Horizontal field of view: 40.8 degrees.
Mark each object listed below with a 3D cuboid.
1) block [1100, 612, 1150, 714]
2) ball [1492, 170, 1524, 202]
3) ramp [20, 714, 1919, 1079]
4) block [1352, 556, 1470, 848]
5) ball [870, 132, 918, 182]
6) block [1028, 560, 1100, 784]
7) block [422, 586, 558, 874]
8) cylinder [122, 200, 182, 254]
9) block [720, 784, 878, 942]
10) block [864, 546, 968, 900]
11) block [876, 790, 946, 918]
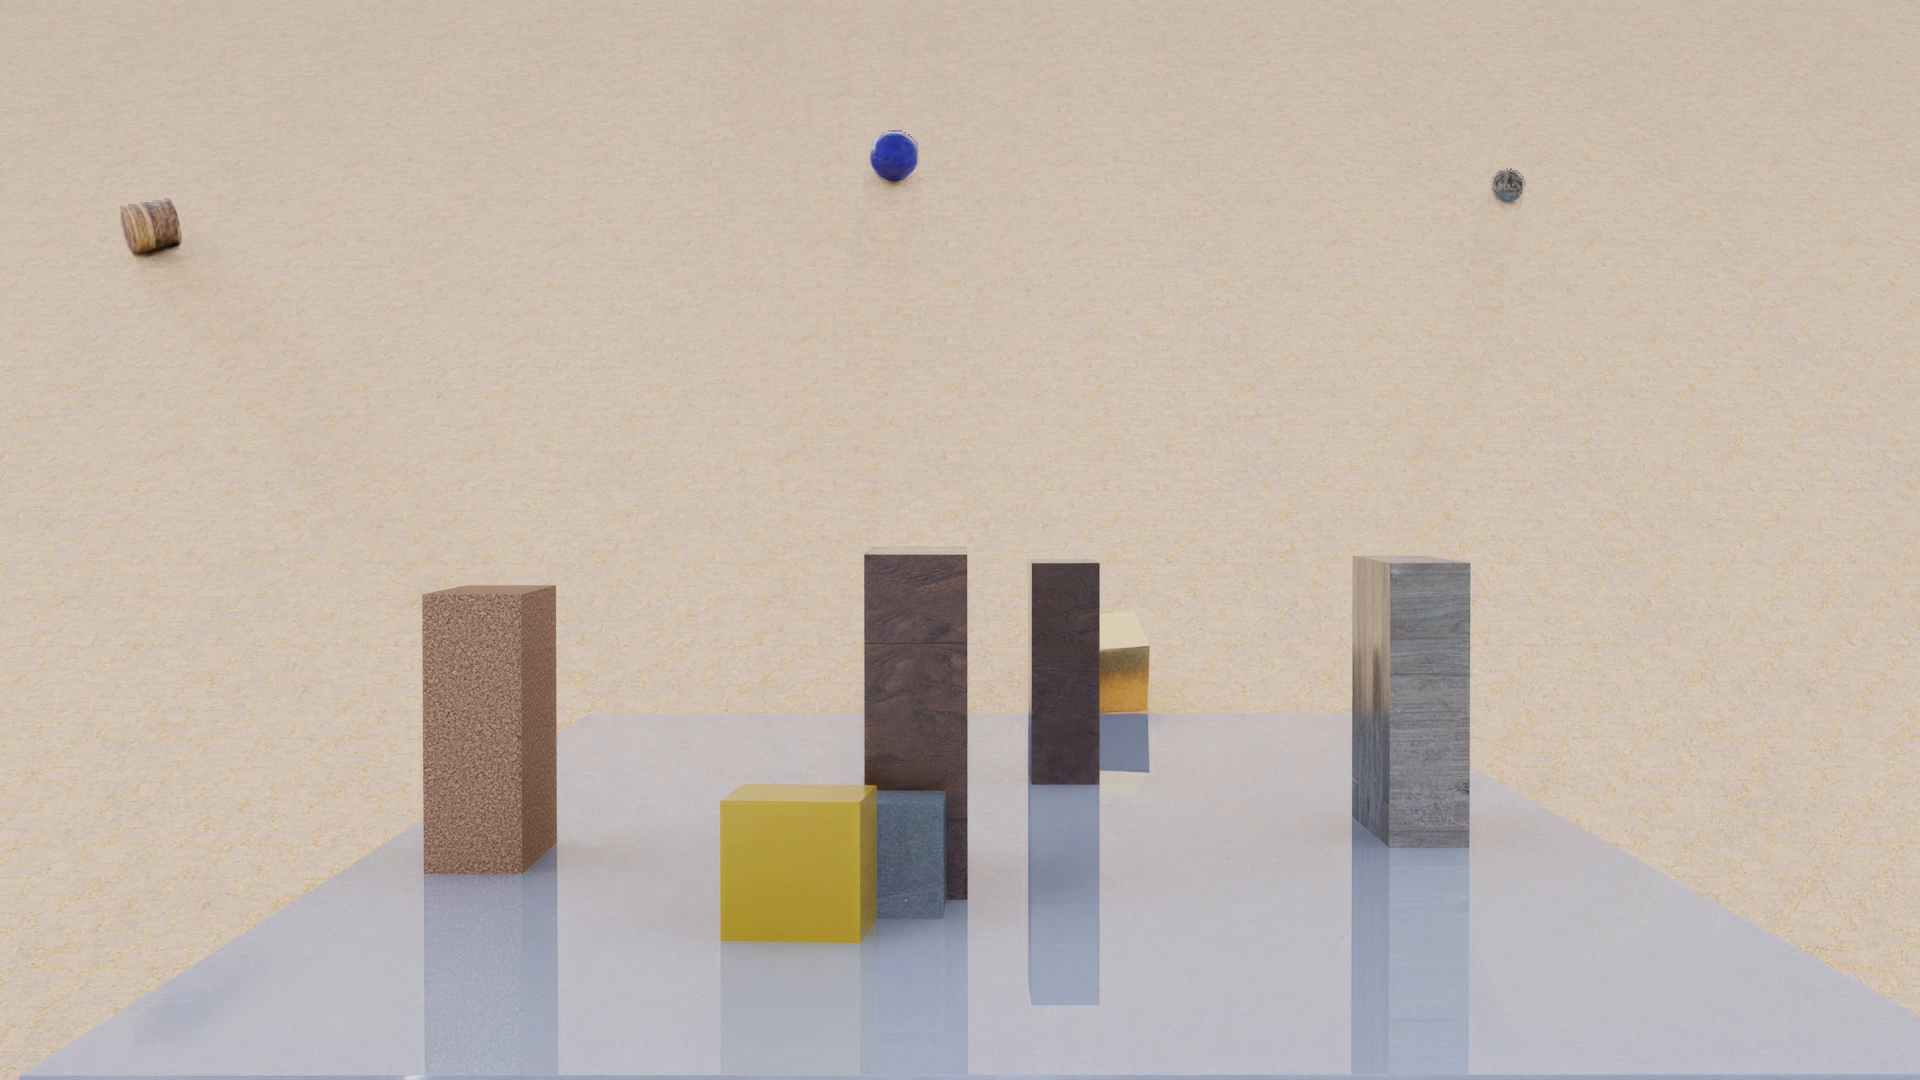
[{"bbox_3d":[0.382,0.324,6.799,0.192,0.192,0.192,-4,26,-8],"label":"block"},{"bbox_3d":[2.215,-1.430,10.437,0.126,0.126,0.126,0,26,0],"label":"ball"},{"bbox_3d":[0.059,0.538,4.574,2.000,0.100,4.000,0,1,0],"label":"ramp"},{"bbox_3d":[0.757,0.262,4.354,0.129,0.460,0.394,0,1,0],"label":"block"},{"bbox_3d":[-0.272,-1.584,10.663,0.201,0.201,0.201,0,26,0],"label":"ball"},{"bbox_3d":[0.206,0.258,5.148,0.133,0.432,0.244,0,1,0],"label":"block"},{"bbox_3d":[-0.735,0.289,4.056,0.149,0.422,0.340,0,1,0],"label":"block"},{"bbox_3d":[-3.108,-1.203,9.916,0.177,0.177,0.177,-15,30,-27],"label":"cylinder"},{"bbox_3d":[-0.210,0.424,3.404,0.181,0.181,0.181,0,1,5],"label":"block"},{"bbox_3d":[-0.063,0.259,3.865,0.146,0.489,0.444,0,1,0],"label":"block"},{"bbox_3d":[-0.099,0.433,3.568,0.155,0.155,0.155,0,1,1],"label":"block"}]
